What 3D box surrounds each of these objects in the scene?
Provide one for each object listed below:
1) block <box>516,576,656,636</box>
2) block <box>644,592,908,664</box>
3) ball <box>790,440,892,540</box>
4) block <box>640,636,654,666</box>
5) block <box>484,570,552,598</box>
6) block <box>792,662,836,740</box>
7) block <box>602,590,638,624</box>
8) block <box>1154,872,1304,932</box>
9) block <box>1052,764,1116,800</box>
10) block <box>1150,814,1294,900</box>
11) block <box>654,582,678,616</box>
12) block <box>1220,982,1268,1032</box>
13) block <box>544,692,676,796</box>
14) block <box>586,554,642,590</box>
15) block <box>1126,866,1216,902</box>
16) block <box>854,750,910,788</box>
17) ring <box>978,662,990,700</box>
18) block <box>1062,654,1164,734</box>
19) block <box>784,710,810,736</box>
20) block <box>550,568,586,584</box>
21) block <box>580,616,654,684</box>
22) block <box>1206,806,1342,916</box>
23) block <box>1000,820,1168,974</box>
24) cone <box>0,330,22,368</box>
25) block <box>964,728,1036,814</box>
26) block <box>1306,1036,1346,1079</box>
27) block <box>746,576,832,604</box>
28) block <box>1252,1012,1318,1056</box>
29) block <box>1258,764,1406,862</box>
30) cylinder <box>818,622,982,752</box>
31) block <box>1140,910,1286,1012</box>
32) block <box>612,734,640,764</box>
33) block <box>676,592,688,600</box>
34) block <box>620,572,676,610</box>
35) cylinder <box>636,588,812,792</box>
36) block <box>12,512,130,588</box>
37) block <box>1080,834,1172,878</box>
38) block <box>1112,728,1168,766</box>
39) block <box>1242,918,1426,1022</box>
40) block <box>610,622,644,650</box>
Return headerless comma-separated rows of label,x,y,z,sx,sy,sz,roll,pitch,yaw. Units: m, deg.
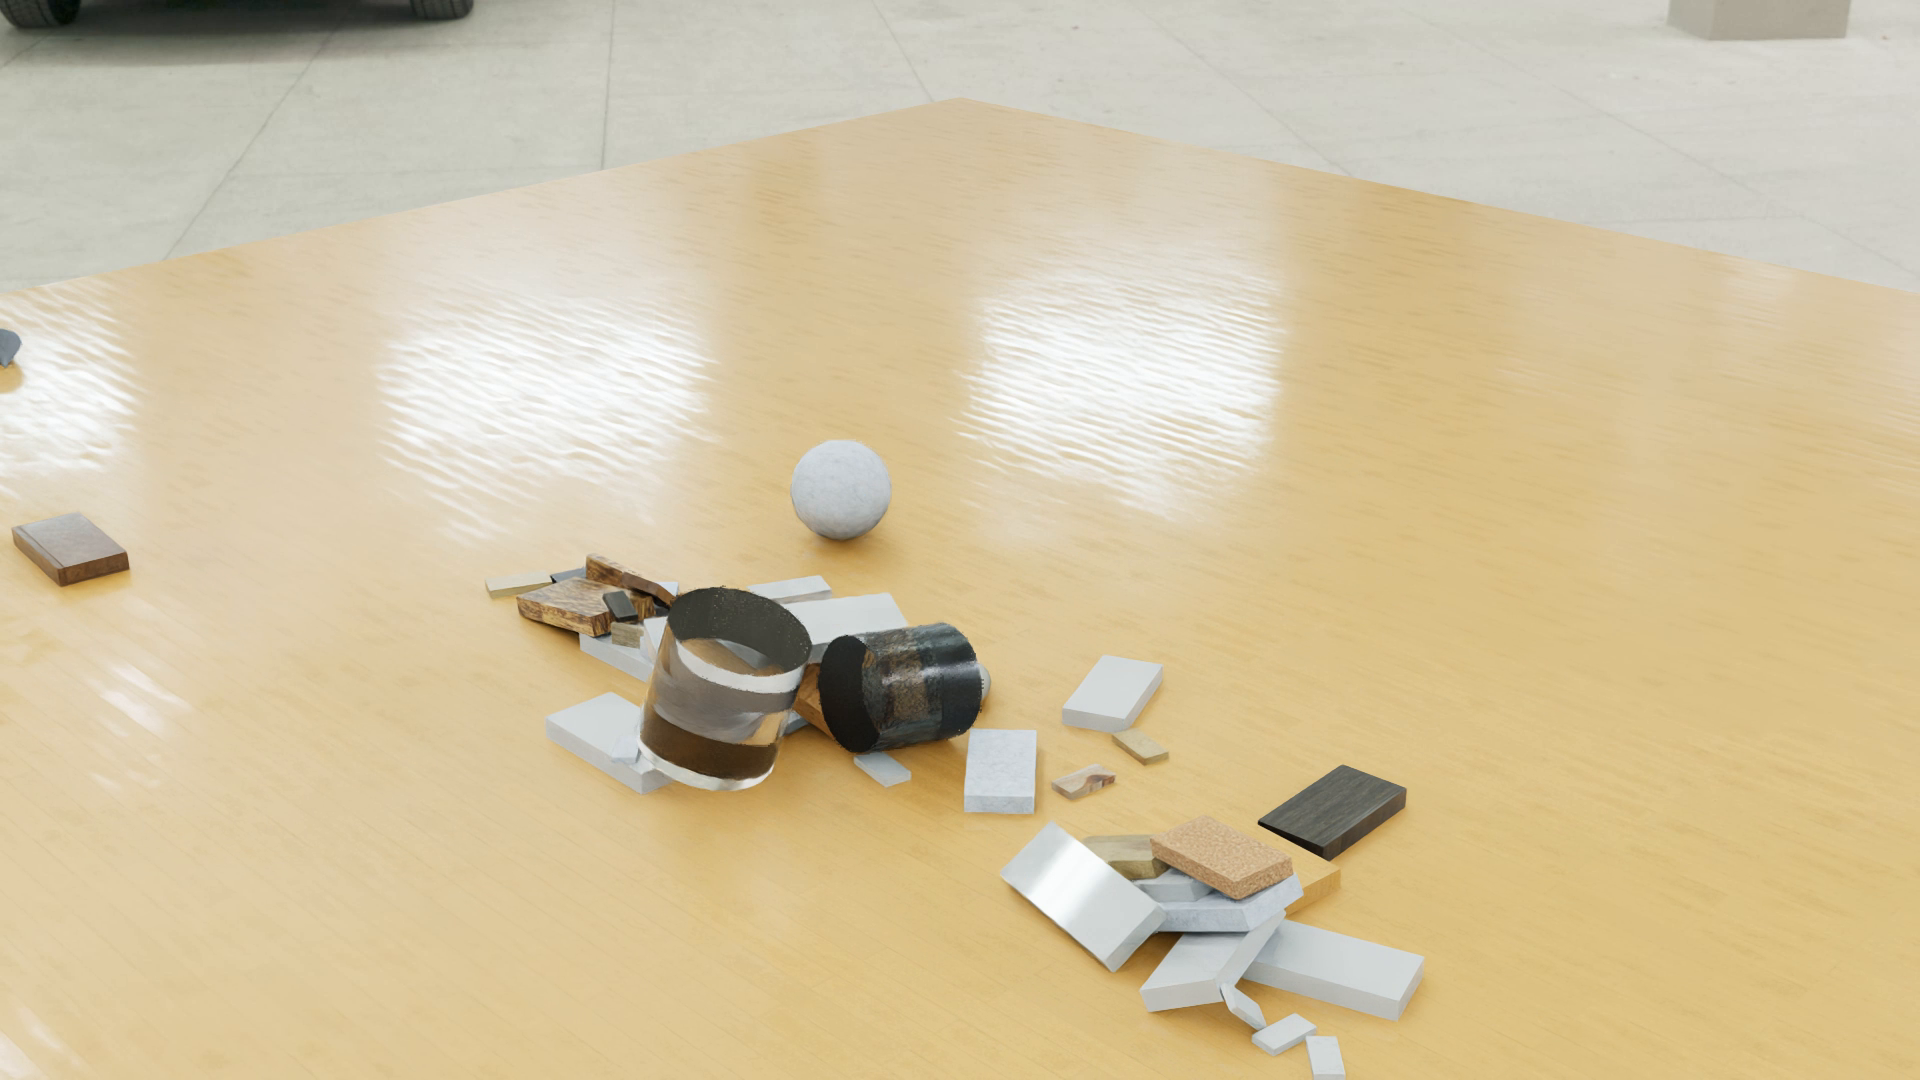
block,-0.895,0.157,5.247,0.171,0.048,0.342,-20,20,-37
block,-0.397,0.209,4.796,0.558,0.049,0.175,-6,31,-18
ball,-0.311,-0.131,5.732,0.263,0.263,0.263,0,23,0
block,-0.540,0.291,4.922,0.342,0.048,0.171,32,37,32
block,-1.098,0.110,5.474,0.154,0.022,0.077,-9,24,-20
block,-0.317,0.324,4.788,0.292,0.041,0.146,34,36,13
block,-0.788,0.155,5.099,0.051,0.015,0.103,-9,36,-26
block,0.457,0.657,3.986,0.153,0.043,0.305,-24,7,-39
block,0.257,0.501,4.557,0.125,0.018,0.063,-18,29,-35
block,0.471,0.572,3.979,0.127,0.036,0.254,-19,20,-27
block,-0.734,0.144,5.394,0.077,0.022,0.154,-1,23,-3
block,0.485,0.798,3.753,0.015,0.104,0.052,-37,41,16
block,-0.711,0.430,4.685,0.175,0.049,0.349,-20,30,-40
block,-0.849,0.105,5.390,0.190,0.095,0.027,21,26,40
block,0.385,0.630,4.087,0.127,0.036,0.254,-24,7,-38
block,-0.163,0.477,4.613,0.063,0.018,0.125,-15,27,-31
ring,-0.033,0.319,4.924,0.206,0.069,0.206,-1,22,0
block,0.342,0.343,4.901,0.143,0.040,0.285,9,25,20
block,-0.436,0.300,4.827,0.292,0.041,0.146,41,40,21
block,-0.941,0.095,5.509,0.154,0.022,0.077,-13,26,-27
block,-0.707,0.258,5.091,0.342,0.048,0.171,21,31,40
block,0.566,0.618,4.249,0.154,0.044,0.308,-18,29,-37
block,0.224,0.656,4.069,0.143,0.040,0.347,-44,37,-10
cone,-3.085,-0.594,7.092,0.120,0.120,0.120,-10,52,-22
block,0.086,0.480,4.579,0.143,0.040,0.285,1,23,3
block,0.613,0.870,3.691,0.052,0.015,0.104,0,23,1
block,-0.421,0.130,5.419,0.190,0.027,0.095,-9,24,-20
block,0.554,0.844,3.753,0.104,0.015,0.052,-17,28,-35
block,0.748,0.549,4.411,0.154,0.044,0.308,19,30,38
cylinder,-0.128,0.311,4.664,0.248,0.248,0.248,-6,22,-36
block,0.451,0.730,3.902,0.153,0.043,0.305,-17,11,34
block,-0.693,0.436,4.585,0.051,0.015,0.103,0,22,1
block,-0.544,0.175,5.071,0.146,0.041,0.293,29,-13,-23
block,-0.732,0.126,5.232,0.095,0.027,0.190,19,-11,16
cylinder,-0.485,0.304,4.498,0.296,0.296,0.296,15,30,-9
block,-2.286,0.021,5.648,0.175,0.049,0.349,-18,29,-36
block,0.306,0.601,4.179,0.254,0.036,0.127,-9,11,43
block,0.385,0.441,4.698,0.063,0.018,0.125,-13,26,-27
block,0.655,0.759,3.917,0.305,0.043,0.153,12,26,25
block,-0.752,0.221,5.050,0.103,0.051,0.015,9,25,21
